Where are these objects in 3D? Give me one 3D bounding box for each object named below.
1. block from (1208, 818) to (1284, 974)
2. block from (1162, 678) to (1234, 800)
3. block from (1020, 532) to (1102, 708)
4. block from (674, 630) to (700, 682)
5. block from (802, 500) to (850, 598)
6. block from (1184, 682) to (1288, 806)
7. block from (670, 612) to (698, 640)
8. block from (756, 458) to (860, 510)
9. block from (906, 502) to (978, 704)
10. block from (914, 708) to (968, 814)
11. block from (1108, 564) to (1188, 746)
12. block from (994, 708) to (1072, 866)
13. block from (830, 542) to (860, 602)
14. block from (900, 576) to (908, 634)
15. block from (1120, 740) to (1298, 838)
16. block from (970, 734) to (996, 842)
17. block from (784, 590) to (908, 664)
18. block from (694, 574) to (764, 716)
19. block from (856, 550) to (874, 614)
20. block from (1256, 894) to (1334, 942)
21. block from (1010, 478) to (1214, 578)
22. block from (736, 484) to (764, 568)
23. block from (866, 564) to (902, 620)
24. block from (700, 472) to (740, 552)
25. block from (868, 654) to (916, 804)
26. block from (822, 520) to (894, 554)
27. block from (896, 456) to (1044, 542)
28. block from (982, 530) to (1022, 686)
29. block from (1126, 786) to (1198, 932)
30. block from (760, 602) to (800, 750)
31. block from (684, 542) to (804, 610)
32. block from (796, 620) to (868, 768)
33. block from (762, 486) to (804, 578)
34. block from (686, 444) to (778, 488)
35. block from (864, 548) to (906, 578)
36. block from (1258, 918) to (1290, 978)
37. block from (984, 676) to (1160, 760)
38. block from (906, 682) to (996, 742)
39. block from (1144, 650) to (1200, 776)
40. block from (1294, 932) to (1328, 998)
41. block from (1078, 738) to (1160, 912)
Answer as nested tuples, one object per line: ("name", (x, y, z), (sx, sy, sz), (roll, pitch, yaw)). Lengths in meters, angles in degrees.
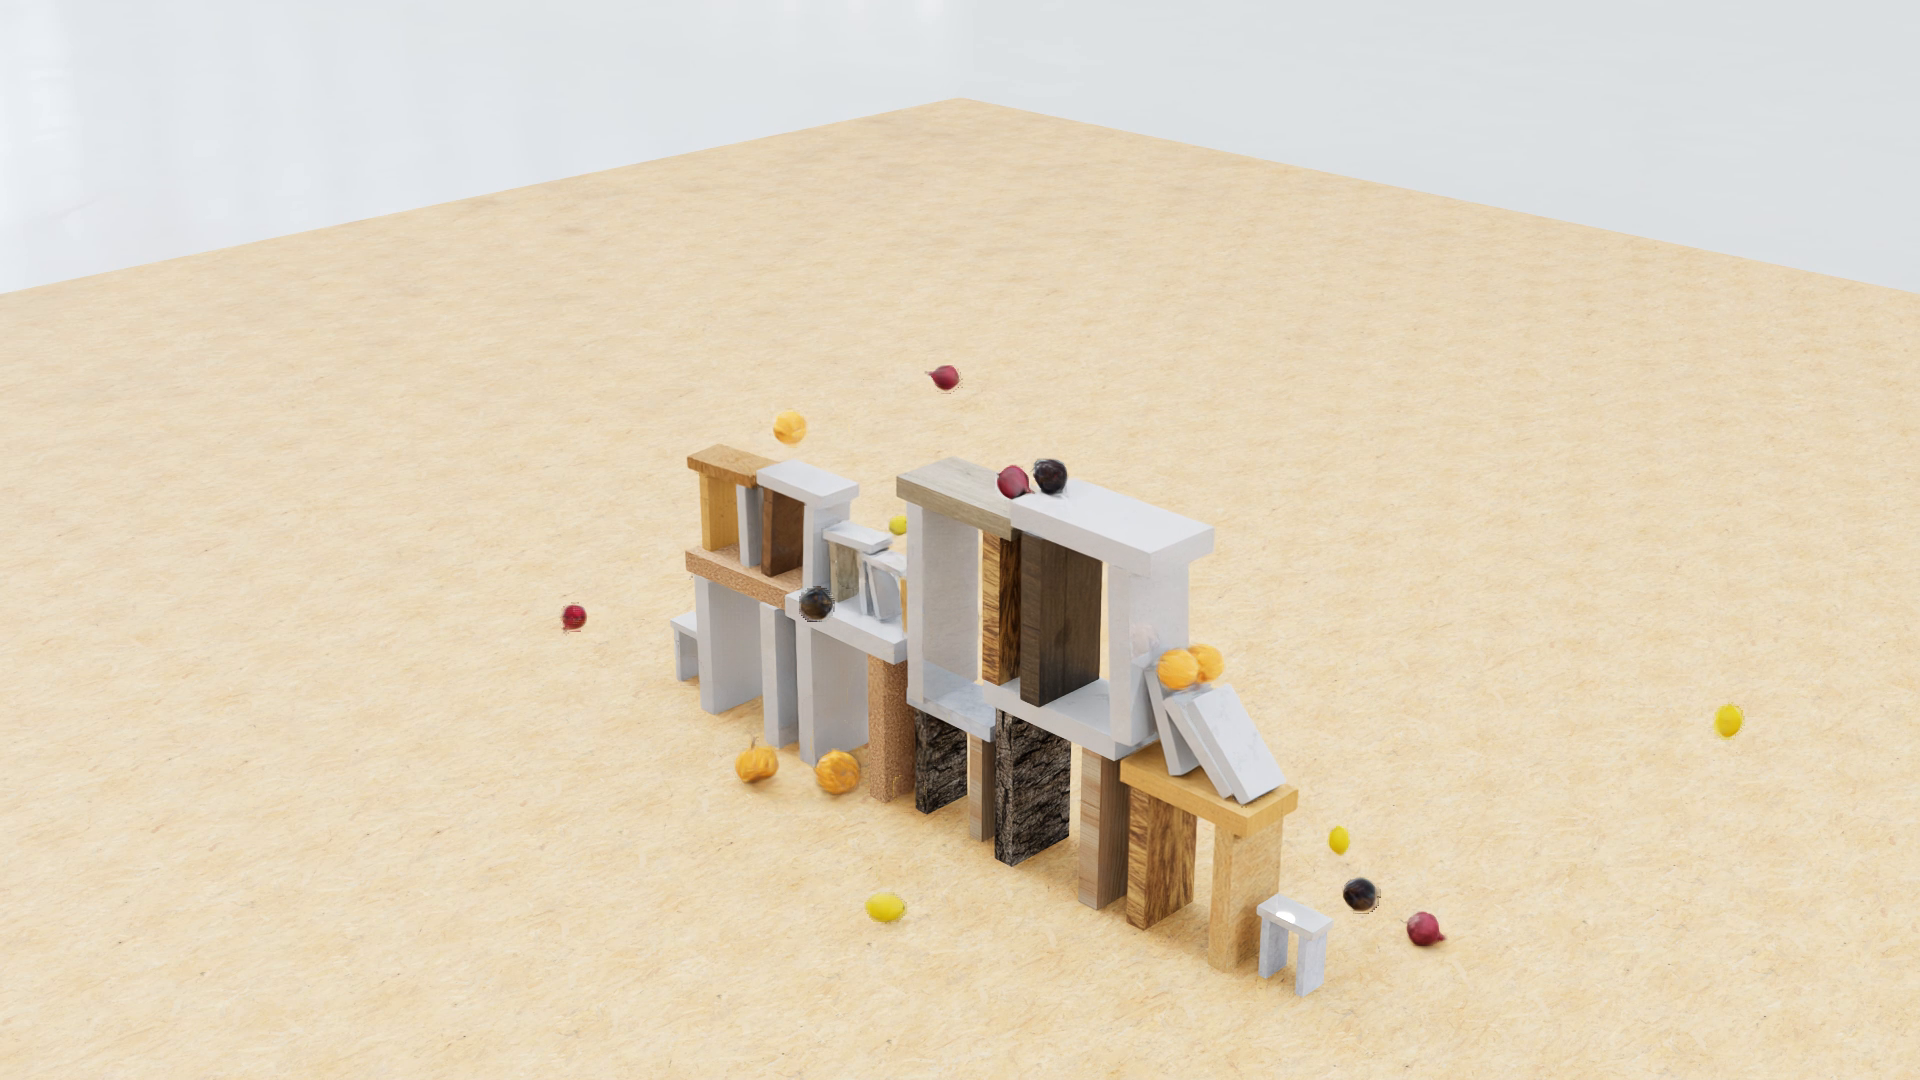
("block", (0.512, 0.616, 3.937), (0.145, 0.290, 0.041), (-21, 31, -41))
("block", (0.449, 0.349, 3.884), (0.100, 0.028, 0.201), (-23, 77, -42))
("block", (0.188, 0.125, 4.067), (0.048, 0.338, 0.169), (21, 31, 41))
("block", (-0.617, 0.252, 5.002), (0.018, 0.129, 0.064), (21, 31, 41))
("block", (-0.274, 0.008, 4.523), (0.102, 0.204, 0.029), (-21, 35, -41))
("block", (0.484, 0.358, 3.862), (0.100, 0.028, 0.201), (-19, 74, -40))
("block", (-0.587, 0.196, 4.945), (0.129, 0.018, 0.064), (21, 31, 41))
("block", (-0.313, -0.116, 4.515), (0.203, 0.029, 0.102), (21, 31, 40))
("block", (-0.033, 0.104, 4.302), (0.153, 0.418, 0.043), (-21, 31, -40))
("block", (-0.037, 0.429, 4.454), (0.033, 0.232, 0.116), (21, 31, 41))
("block", (0.338, 0.182, 3.930), (0.048, 0.338, 0.169), (16, 28, 40))
("block", (0.142, 0.453, 4.269), (0.047, 0.331, 0.166), (21, 31, 41))
("block", (-0.234, 0.055, 4.506), (0.067, 0.133, 0.019), (-21, 30, -41))
("block", (-0.089, 0.123, 4.368), (0.058, 0.115, 0.016), (-21, 28, -40))
("block", (0.444, 0.437, 3.935), (0.145, 0.041, 0.290), (-21, 31, -41))
("block", (0.072, 0.471, 4.353), (0.033, 0.232, 0.116), (21, 31, 41))
("block", (-0.188, 0.158, 4.493), (0.327, 0.046, 0.163), (21, 31, 41))
("block", (-0.500, 0.207, 4.853), (0.046, 0.328, 0.164), (21, 31, 41))
("block", (-0.173, 0.076, 4.452), (0.067, 0.133, 0.019), (-18, 23, -39))
("block", (0.589, 0.663, 3.866), (0.121, 0.017, 0.061), (21, 31, 41))
("block", (0.269, -0.024, 3.922), (0.169, 0.048, 0.337), (-21, 30, -39))
("block", (-0.425, -0.045, 4.662), (0.027, 0.190, 0.095), (21, 33, 39))
("block", (-0.150, 0.098, 4.428), (0.058, 0.115, 0.016), (-15, 8, -33))
("block", (-0.515, -0.078, 4.744), (0.027, 0.190, 0.095), (21, 31, 38))
("block", (-0.111, 0.360, 4.495), (0.046, 0.327, 0.163), (21, 31, 41))
("block", (-0.206, -0.006, 4.451), (0.133, 0.019, 0.067), (17, 27, 37))
("block", (0.039, -0.081, 4.147), (0.153, 0.043, 0.305), (-21, 31, -40))
("block", (0.111, 0.108, 4.148), (0.043, 0.305, 0.153), (21, 31, 41))
("block", (0.375, 0.563, 4.063), (0.041, 0.290, 0.145), (21, 31, 41))
("block", (-0.346, 0.268, 4.711), (0.164, 0.328, 0.046), (-21, 31, -41))
("block", (-0.418, 0.064, 4.712), (0.328, 0.046, 0.164), (19, 30, 38))
("block", (-0.265, 0.299, 4.637), (0.046, 0.327, 0.163), (21, 31, 41))
("block", (-0.366, -0.030, 4.612), (0.029, 0.203, 0.102), (27, 34, 38))
("block", (-0.476, -0.157, 4.650), (0.190, 0.027, 0.095), (17, 30, 36))
("block", (-0.134, 0.045, 4.385), (0.058, 0.016, 0.115), (-18, 28, -38))
("block", (0.560, 0.715, 3.919), (0.017, 0.121, 0.061), (21, 31, 41))
("block", (0.220, 0.309, 4.124), (0.331, 0.047, 0.166), (21, 31, 41))
("block", (0.017, 0.328, 4.351), (0.116, 0.033, 0.232), (-21, 31, -40))
("block", (0.393, 0.309, 3.932), (0.028, 0.201, 0.100), (-5, 13, 46))
("block", (0.618, 0.738, 3.867), (0.017, 0.122, 0.061), (21, 31, 41))
("block", (0.298, 0.514, 4.125), (0.047, 0.331, 0.166), (21, 31, 41))
